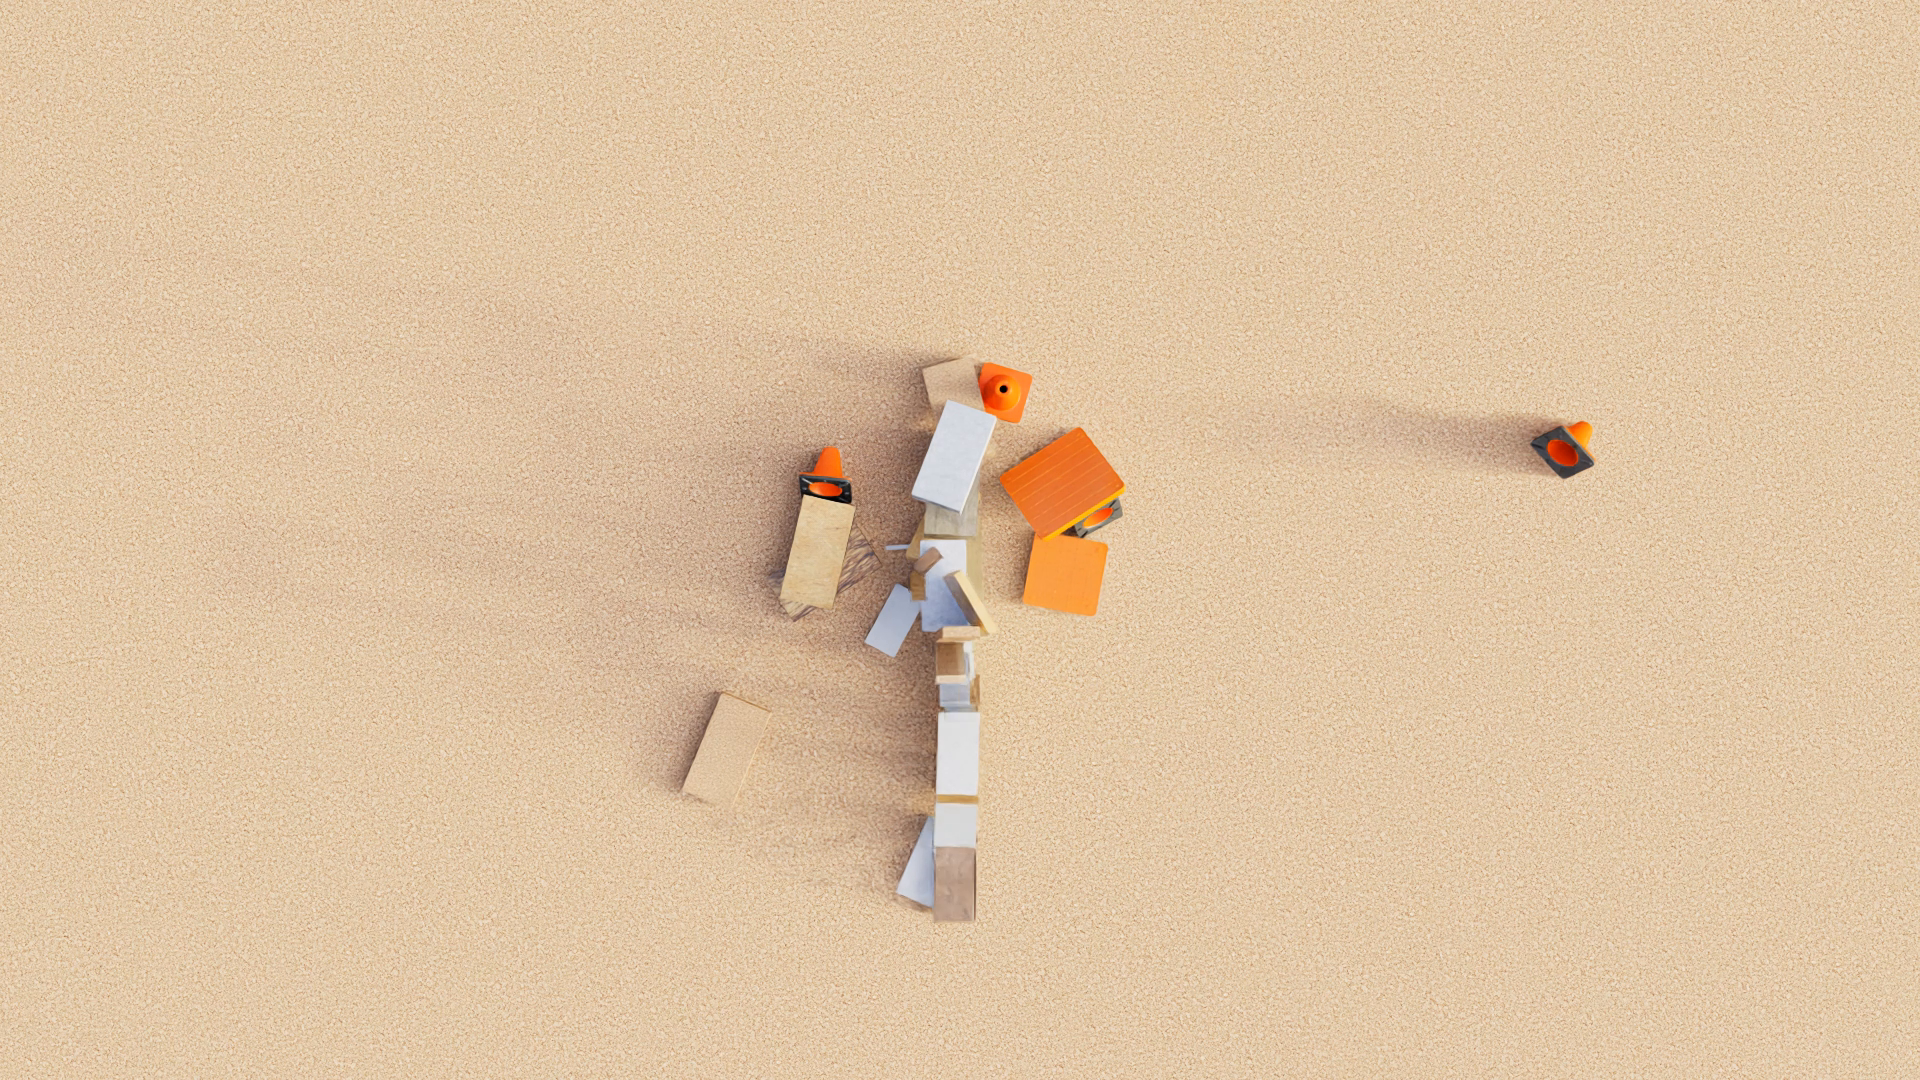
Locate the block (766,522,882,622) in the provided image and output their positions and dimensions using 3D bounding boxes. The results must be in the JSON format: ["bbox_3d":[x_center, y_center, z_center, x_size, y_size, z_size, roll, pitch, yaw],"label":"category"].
[{"bbox_3d":[-0.449,0.107,5.475,0.347,0.049,0.174,-32,90,0],"label":"block"}]

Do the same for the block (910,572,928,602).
[{"bbox_3d":[-0.135,0.149,5.314,0.048,0.014,0.095,-5,89,17],"label":"block"}]

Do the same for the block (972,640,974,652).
[{"bbox_3d":[-0.008,0.255,5.454,0.113,0.032,0.227,0,75,0],"label":"block"}]

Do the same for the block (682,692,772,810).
[{"bbox_3d":[-0.773,0.699,5.475,0.174,0.049,0.347,22,90,0],"label":"block"}]

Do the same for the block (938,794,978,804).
[{"bbox_3d":[-0.005,0.733,5.439,0.133,0.038,0.266,1,71,0],"label":"block"}]

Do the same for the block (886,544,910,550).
[{"bbox_3d":[-0.197,0.023,5.476,0.095,0.048,0.014,-4,90,0],"label":"block"}]

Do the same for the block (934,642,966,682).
[{"bbox_3d":[-0.032,0.392,5.285,0.094,0.189,0.027,-1,120,-2],"label":"block"}]

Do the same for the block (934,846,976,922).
[{"bbox_3d":[-0.017,1.117,5.444,0.137,0.039,0.275,1,93,-7],"label":"block"}]

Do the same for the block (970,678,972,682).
[{"bbox_3d":[0.006,0.409,5.441,0.058,0.017,0.117,-3,78,-1],"label":"block"}]

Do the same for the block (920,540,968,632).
[{"bbox_3d":[-0.052,0.147,5.338,0.146,0.041,0.293,-1,90,1],"label":"block"}]

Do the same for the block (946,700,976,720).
[{"bbox_3d":[0.005,0.542,5.275,0.095,0.314,0.027,0,92,0],"label":"block"}]

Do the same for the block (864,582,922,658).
[{"bbox_3d":[-0.214,0.266,5.484,0.112,0.032,0.223,29,90,0],"label":"block"}]

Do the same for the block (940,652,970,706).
[{"bbox_3d":[-0.017,0.447,5.309,0.095,0.027,0.189,-1,51,0],"label":"block"}]

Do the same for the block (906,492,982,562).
[{"bbox_3d":[-0.052,-0.047,5.429,0.146,0.041,0.293,23,73,7],"label":"block"}]

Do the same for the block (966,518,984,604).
[{"bbox_3d":[-0.001,0.071,5.434,0.146,0.041,0.292,-1,72,0],"label":"block"}]

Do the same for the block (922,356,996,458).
[{"bbox_3d":[-0.004,-0.422,5.437,0.169,0.048,0.337,-14,76,0],"label":"block"}]

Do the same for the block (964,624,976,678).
[{"bbox_3d":[-0.018,0.342,5.390,0.113,0.032,0.227,-5,97,1],"label":"block"}]

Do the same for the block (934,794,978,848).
[{"bbox_3d":[-0.011,0.871,5.433,0.137,0.039,0.275,2,69,0],"label":"block"}]

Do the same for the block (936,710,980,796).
[{"bbox_3d":[-0.006,0.693,5.369,0.133,0.038,0.266,2,90,0],"label":"block"}]

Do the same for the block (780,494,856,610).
[{"bbox_3d":[-0.466,0.040,5.426,0.174,0.049,0.347,13,90,0],"label":"block"}]

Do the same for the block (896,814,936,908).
[{"bbox_3d":[-0.096,1.068,5.479,0.137,0.039,0.275,23,90,-1],"label":"block"}]

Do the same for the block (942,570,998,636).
[{"bbox_3d":[0.031,0.203,5.260,0.032,0.112,0.223,-33,96,-21],"label":"block"}]

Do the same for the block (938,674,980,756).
[{"bbox_3d":[-0.003,0.577,5.445,0.133,0.038,0.266,0,74,0],"label":"block"}]

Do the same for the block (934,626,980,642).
[{"bbox_3d":[-0.011,0.298,5.213,0.112,0.298,0.032,0,84,-6],"label":"block"}]

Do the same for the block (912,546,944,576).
[{"bbox_3d":[-0.104,0.069,5.301,0.095,0.014,0.048,-42,89,-11],"label":"block"}]

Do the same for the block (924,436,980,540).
[{"bbox_3d":[-0.022,-0.169,5.422,0.169,0.048,0.338,3,71,1],"label":"block"}]

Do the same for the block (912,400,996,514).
[{"bbox_3d":[-0.019,-0.270,5.352,0.169,0.048,0.338,19,78,7],"label":"block"}]
